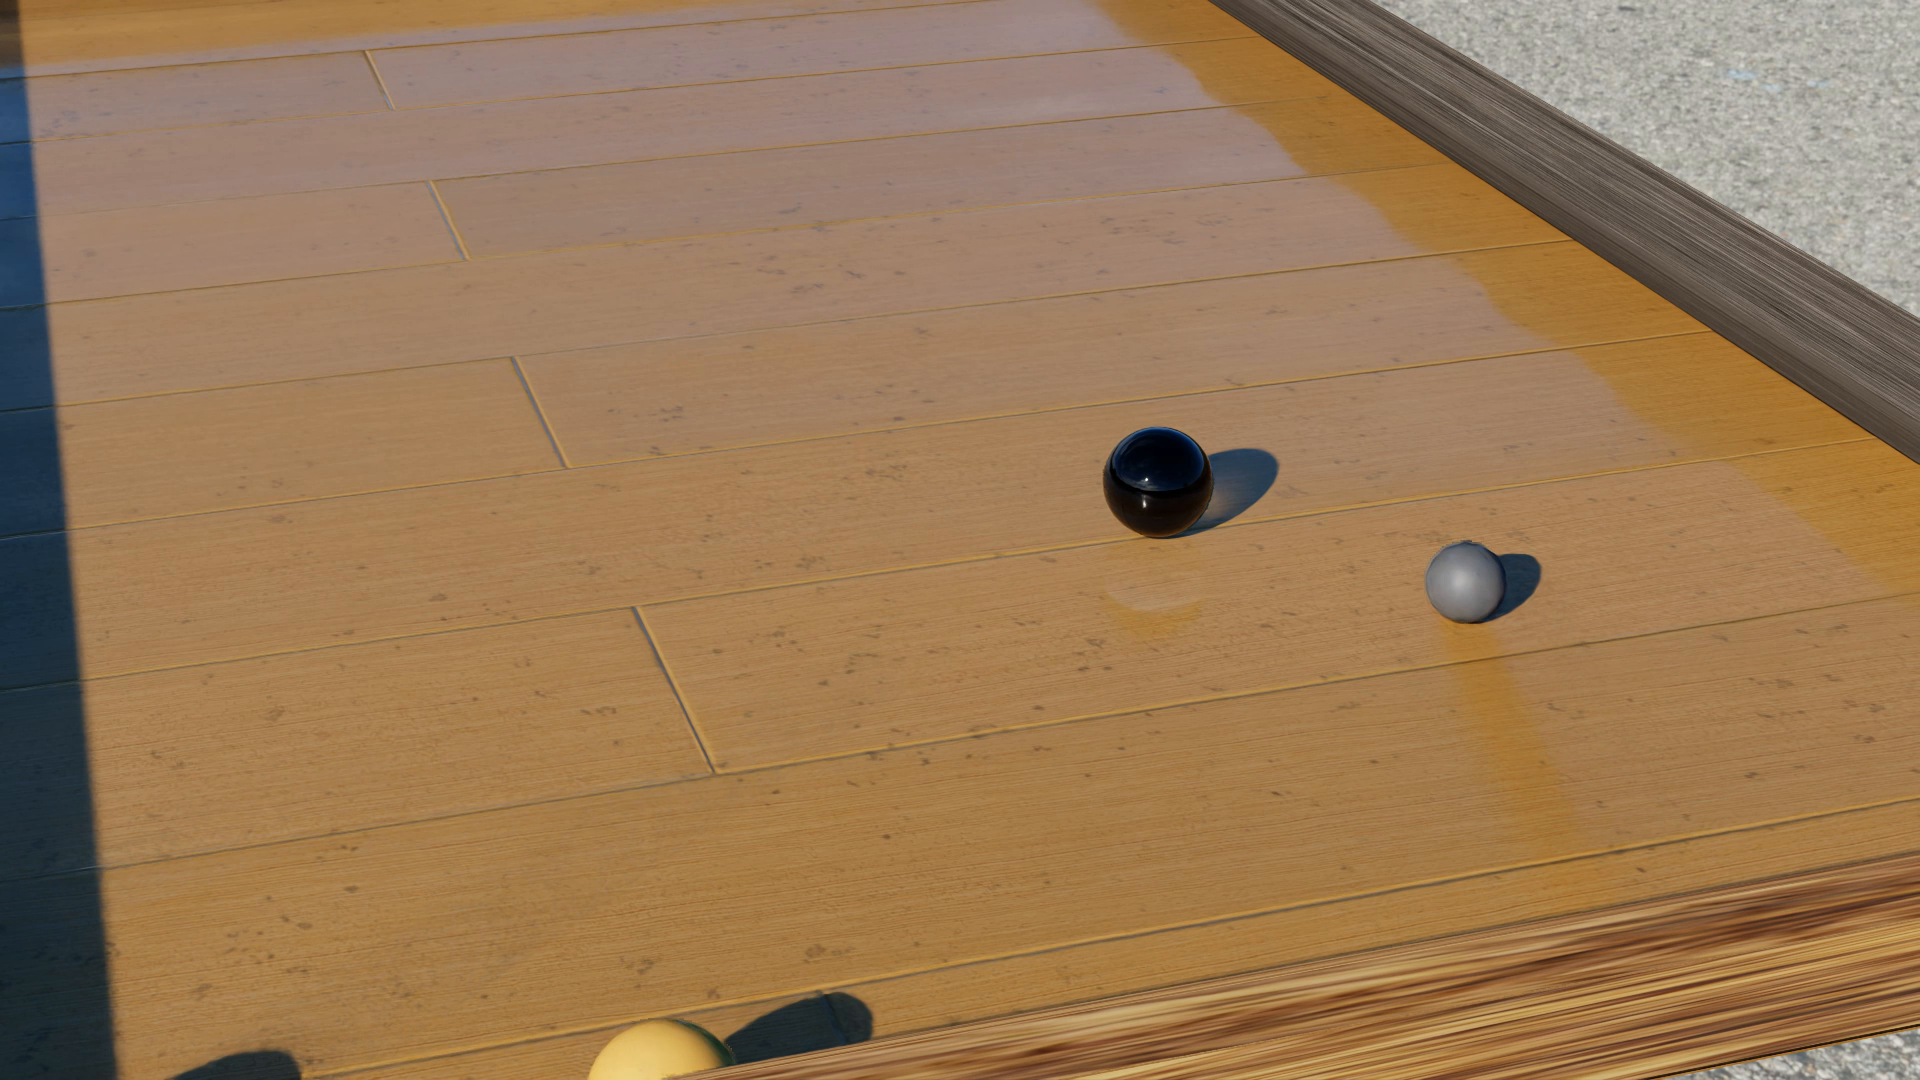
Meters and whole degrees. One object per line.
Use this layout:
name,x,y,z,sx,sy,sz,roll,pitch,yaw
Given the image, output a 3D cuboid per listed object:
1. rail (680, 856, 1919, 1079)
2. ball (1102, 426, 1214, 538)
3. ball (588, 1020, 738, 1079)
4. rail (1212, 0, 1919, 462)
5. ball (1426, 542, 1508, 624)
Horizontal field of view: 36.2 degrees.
rail,0.196,0.244,1.490,1.547,0.109,0.045,-8,26,-16
ball,0.144,-0.042,2.142,0.081,0.081,0.081,0,25,0
ball,-0.146,0.277,1.456,0.080,0.080,0.080,0,25,0
rail,0.512,-0.387,2.847,0.045,0.109,2.714,-8,26,-16
ball,0.347,0.029,2.019,0.055,0.055,0.055,0,25,0
